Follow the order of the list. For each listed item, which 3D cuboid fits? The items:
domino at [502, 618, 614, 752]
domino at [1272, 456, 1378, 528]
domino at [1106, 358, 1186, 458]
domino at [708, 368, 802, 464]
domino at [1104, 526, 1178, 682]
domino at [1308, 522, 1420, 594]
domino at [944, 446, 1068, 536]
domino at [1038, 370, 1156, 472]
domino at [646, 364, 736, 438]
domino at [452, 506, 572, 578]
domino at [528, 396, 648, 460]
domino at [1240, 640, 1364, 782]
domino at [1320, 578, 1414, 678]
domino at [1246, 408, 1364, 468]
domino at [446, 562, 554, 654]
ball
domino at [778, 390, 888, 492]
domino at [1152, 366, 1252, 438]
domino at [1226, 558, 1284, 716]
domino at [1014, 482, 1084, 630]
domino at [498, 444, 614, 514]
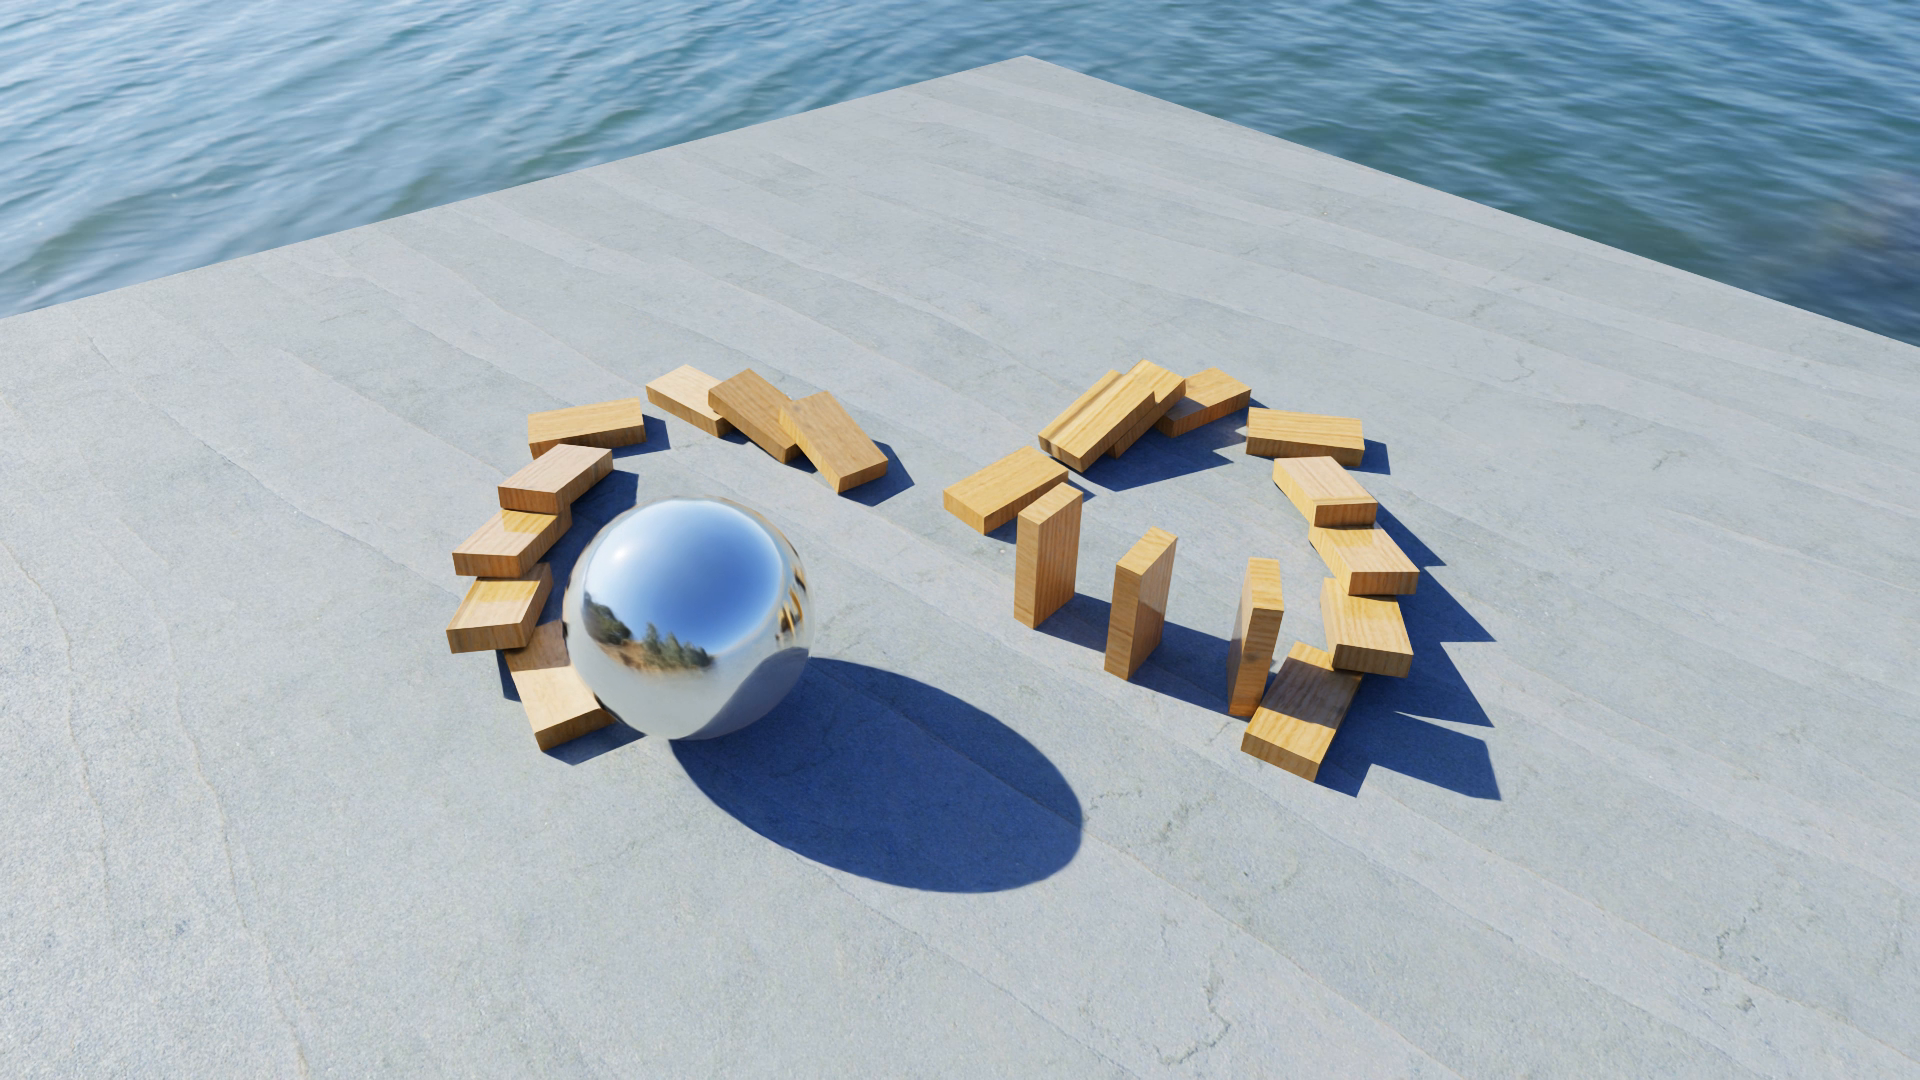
[{"bbox_3d":[-0.141,0.049,0.384,0.025,0.009,0.050,-21,44,-23],"label":"domino"},{"bbox_3d":[0.152,-0.021,0.460,0.025,0.010,0.050,-3,26,-3],"label":"domino"},{"bbox_3d":[0.078,-0.061,0.507,0.050,0.009,0.025,-43,54,-19],"label":"domino"},{"bbox_3d":[-0.089,-0.057,0.504,0.050,0.009,0.025,37,51,19],"label":"domino"},{"bbox_3d":[0.063,0.023,0.384,0.009,0.050,0.025,25,46,27],"label":"domino"},{"bbox_3d":[0.156,0.005,0.427,0.025,0.009,0.050,0,25,0],"label":"domino"},{"bbox_3d":[0.020,-0.022,0.470,0.050,0.010,0.025,-30,48,-31],"label":"domino"},{"bbox_3d":[0.062,-0.054,0.493,0.050,0.009,0.025,-42,53,-19],"label":"domino"},{"bbox_3d":[-0.123,-0.067,0.525,0.050,0.010,0.025,27,46,29],"label":"domino"},{"bbox_3d":[-0.176,-0.001,0.435,0.025,0.010,0.050,3,25,3],"label":"domino"},{"bbox_3d":[-0.172,-0.052,0.506,0.050,0.010,0.025,-11,41,-14],"label":"domino"},{"bbox_3d":[0.117,0.057,0.374,0.025,0.010,0.050,22,44,25],"label":"domino"},{"bbox_3d":[0.146,0.031,0.397,0.025,0.010,0.050,8,26,10],"label":"domino"},{"bbox_3d":[0.156,-0.047,0.501,0.050,0.010,0.025,8,40,9],"label":"domino"},{"bbox_3d":[-0.168,0.024,0.404,0.025,0.009,0.050,-5,24,-6],"label":"domino"},{"bbox_3d":[-0.087,0.025,0.358,0.080,0.080,0.080,0,39,0],"label":"ball"},{"bbox_3d":[-0.057,-0.044,0.488,0.025,0.009,0.050,-24,58,-30],"label":"domino"},{"bbox_3d":[0.111,-0.066,0.524,0.050,0.010,0.025,-23,45,-26],"label":"domino"},{"bbox_3d":[0.099,0.033,0.371,0.009,0.050,0.025,6,40,7],"label":"domino"},{"bbox_3d":[0.032,0.006,0.404,0.010,0.050,0.025,30,48,31],"label":"domino"},{"bbox_3d":[-0.170,-0.027,0.467,0.025,0.009,0.050,7,26,8],"label":"domino"}]
